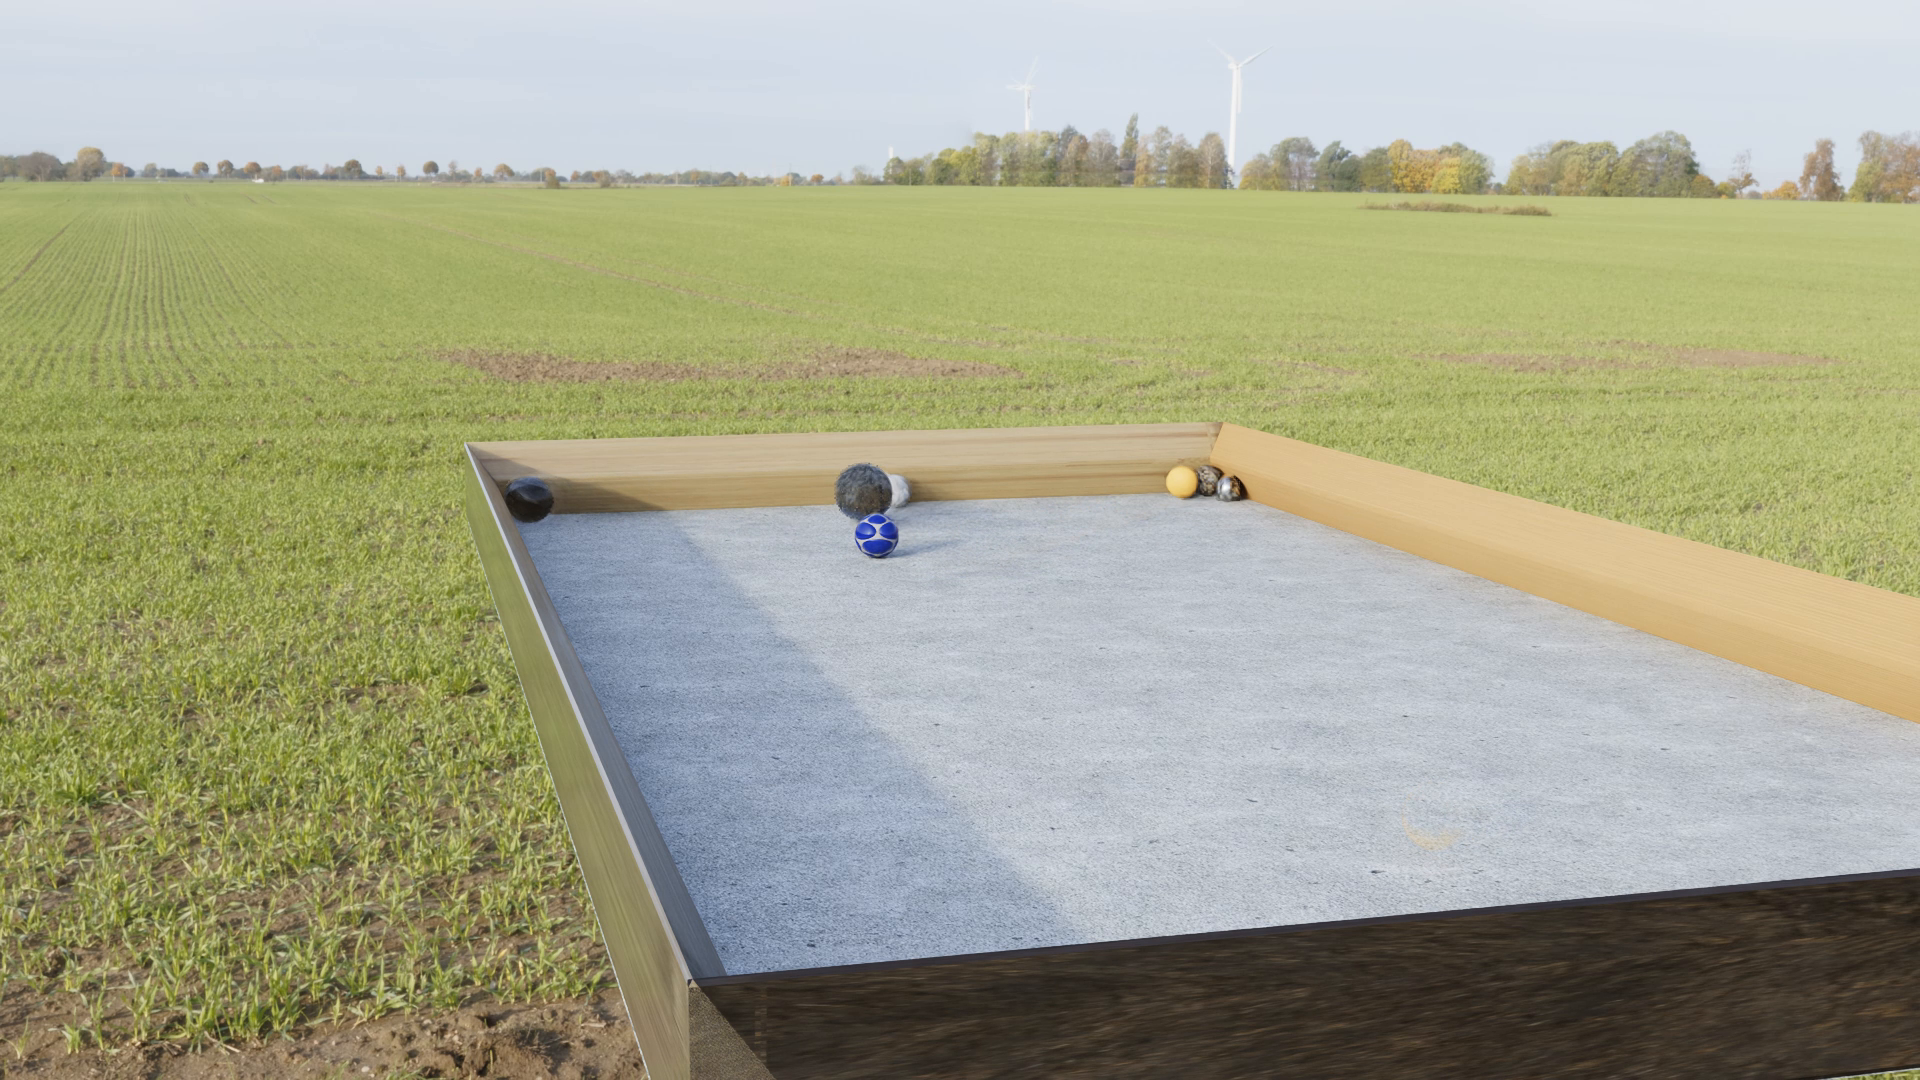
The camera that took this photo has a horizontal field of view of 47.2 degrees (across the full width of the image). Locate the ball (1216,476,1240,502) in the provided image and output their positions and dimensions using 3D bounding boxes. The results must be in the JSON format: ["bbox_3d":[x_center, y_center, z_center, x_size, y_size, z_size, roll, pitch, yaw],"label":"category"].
[{"bbox_3d":[0.475,-0.090,3.898,0.045,0.045,0.045,0,9,0],"label":"ball"}]

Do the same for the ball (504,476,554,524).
[{"bbox_3d":[-0.710,-0.066,3.619,0.081,0.081,0.081,0,9,0],"label":"ball"}]

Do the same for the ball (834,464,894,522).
[{"bbox_3d":[-0.159,-0.077,3.643,0.096,0.096,0.096,0,9,0],"label":"ball"}]

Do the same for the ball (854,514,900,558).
[{"bbox_3d":[-0.124,-0.007,3.280,0.067,0.067,0.067,0,9,0],"label":"ball"}]

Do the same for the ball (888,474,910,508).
[{"bbox_3d":[-0.116,-0.086,3.829,0.057,0.057,0.057,0,9,0],"label":"ball"}]

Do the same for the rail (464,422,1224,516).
[{"bbox_3d":[-0.167,-0.124,3.847,1.364,0.125,0.045,-2,9,-15],"label":"rail"}]

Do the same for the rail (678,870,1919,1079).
[{"bbox_3d":[0.513,0.260,1.339,1.364,0.125,0.045,-2,9,-15],"label":"rail"}]

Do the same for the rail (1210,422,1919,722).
[{"bbox_3d":[0.809,0.042,2.761,0.045,0.125,2.674,-2,9,-15],"label":"rail"}]

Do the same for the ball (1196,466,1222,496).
[{"bbox_3d":[0.448,-0.107,3.973,0.054,0.054,0.054,0,9,0],"label":"ball"}]

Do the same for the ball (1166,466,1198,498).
[{"bbox_3d":[0.398,-0.103,3.939,0.057,0.057,0.057,0,9,0],"label":"ball"}]

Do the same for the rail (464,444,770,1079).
[{"bbox_3d":[-0.463,0.094,2.424,0.045,0.125,2.674,-2,9,-15],"label":"rail"}]
